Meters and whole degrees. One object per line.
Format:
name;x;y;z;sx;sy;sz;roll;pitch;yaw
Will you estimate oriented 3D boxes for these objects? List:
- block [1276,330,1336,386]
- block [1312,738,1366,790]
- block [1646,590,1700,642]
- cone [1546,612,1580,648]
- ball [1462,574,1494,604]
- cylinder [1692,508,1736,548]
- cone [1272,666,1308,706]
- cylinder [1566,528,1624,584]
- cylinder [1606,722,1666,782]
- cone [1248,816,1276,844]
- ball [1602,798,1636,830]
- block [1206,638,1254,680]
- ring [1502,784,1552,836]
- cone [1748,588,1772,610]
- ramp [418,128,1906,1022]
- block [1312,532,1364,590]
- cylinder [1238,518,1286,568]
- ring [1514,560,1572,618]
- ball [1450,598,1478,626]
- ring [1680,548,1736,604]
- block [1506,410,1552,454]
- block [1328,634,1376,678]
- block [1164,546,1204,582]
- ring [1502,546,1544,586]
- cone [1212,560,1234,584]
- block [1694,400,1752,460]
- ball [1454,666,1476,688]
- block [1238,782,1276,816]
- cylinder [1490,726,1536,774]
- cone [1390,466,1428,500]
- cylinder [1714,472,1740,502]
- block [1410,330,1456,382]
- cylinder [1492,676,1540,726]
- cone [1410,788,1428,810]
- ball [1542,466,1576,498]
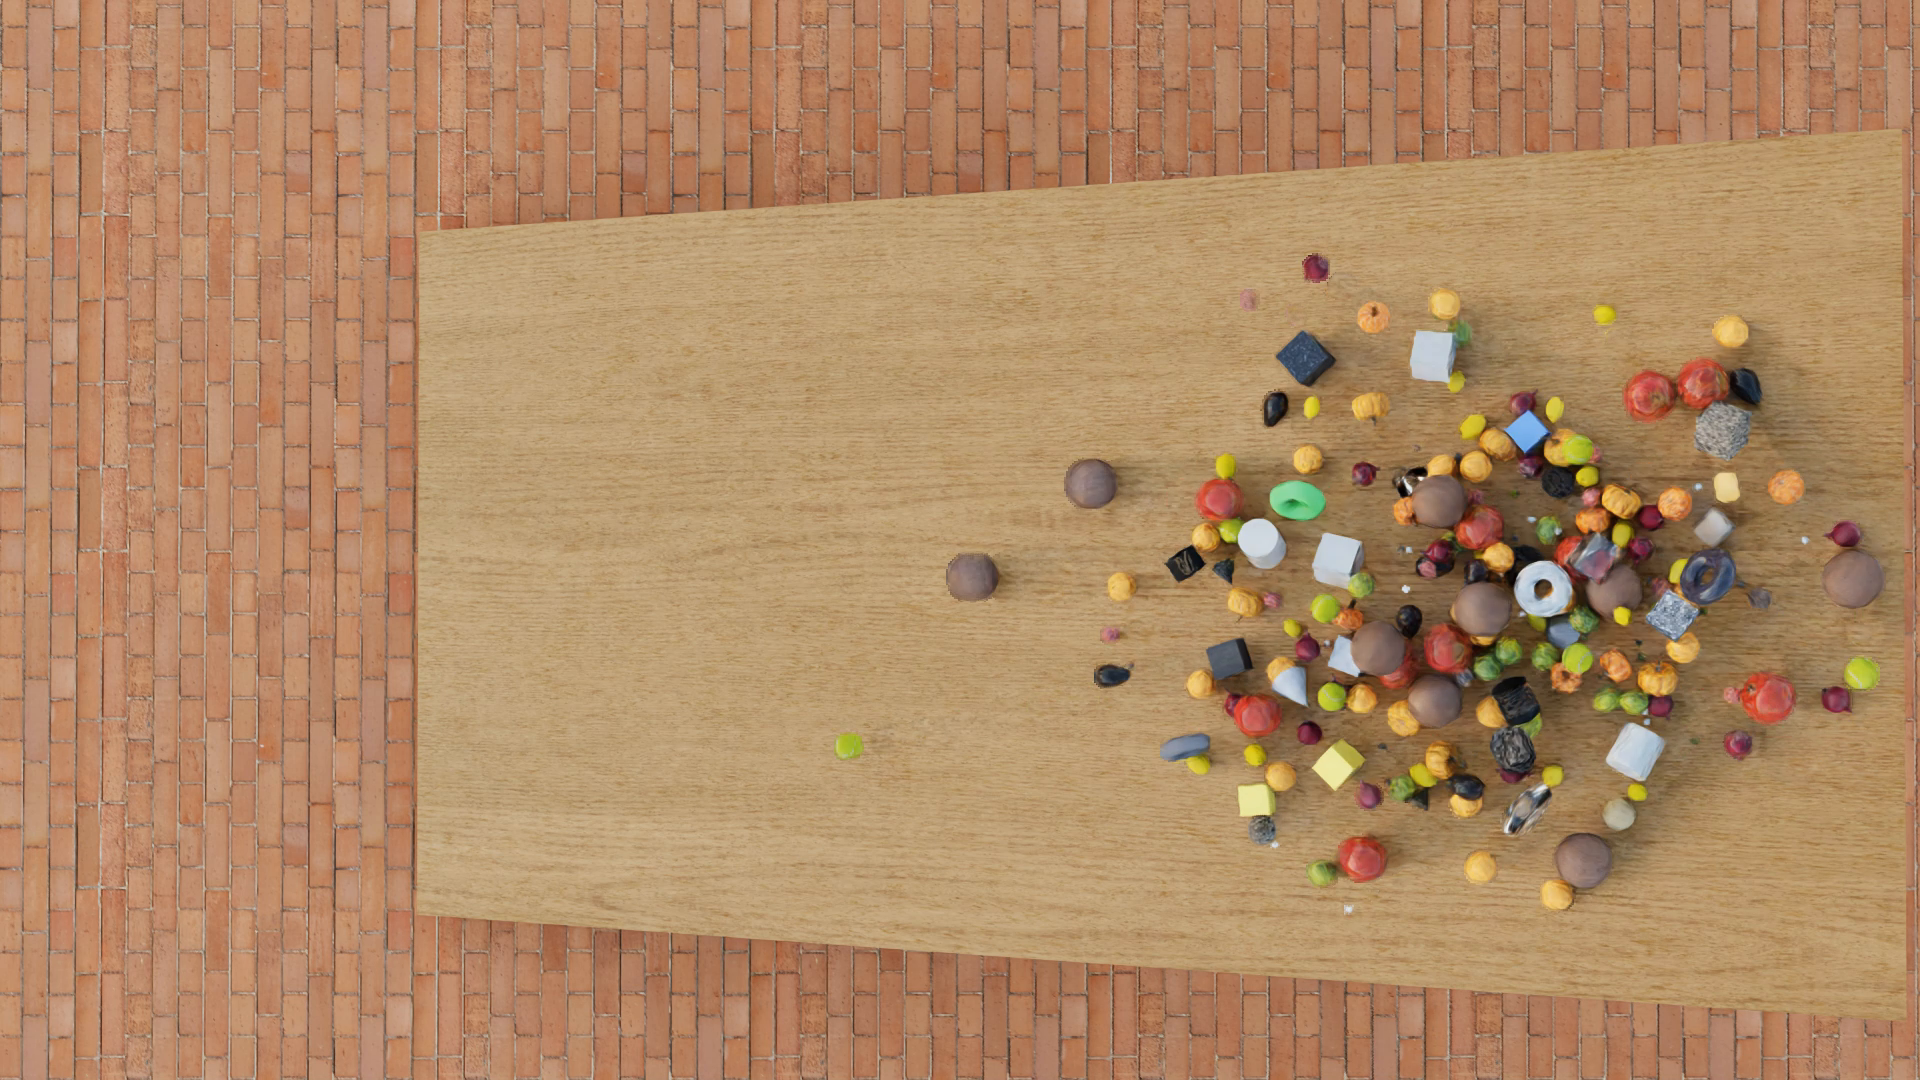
block;0.849;-0.445;5.399;0.093;0.093;0.093;-44;74;16
block;0.923;0.545;5.355;0.077;0.077;0.077;45;121;17
block;1.605;0.172;4.957;0.083;0.083;0.083;39;95;18
cone;1.400;0.208;5.160;0.084;0.084;0.084;-5;81;35
ball;1.232;0.117;5.229;0.071;0.071;0.071;0;89;0
cylinder;1.730;-0.029;5.044;0.067;0.067;0.067;40;110;0
cone;0.826;0.375;5.367;0.094;0.094;0.094;-30;49;0
cylinder;1.443;0.038;4.996;0.093;0.093;0.093;33;100;0
cylinder;1.560;0.489;5.077;0.100;0.100;0.100;32;84;0
cone;0.738;0.721;5.441;0.073;0.073;0.073;0;89;22
ball;1.533;0.638;5.116;0.073;0.073;0.073;0;89;0
block;0.671;0.295;5.470;0.081;0.081;0.081;-21;82;21
ring;1.313;0.626;5.090;0.145;0.145;0.048;-48;62;-1
cone;1.812;0.139;4.992;0.052;0.052;0.052;5;103;23
ramp;0.283;0.086;5.729;4.000;0.100;2.000;0;89;22
block;0.915;0.051;5.317;0.092;0.092;0.092;15;70;23
cylinder;0.741;0.009;5.397;0.099;0.099;0.099;-7;70;19
ring;1.348;0.113;5.081;0.131;0.044;0.131;0;90;9
ball;1.207;0.173;5.260;0.065;0.065;0.065;0;89;0
ring;1.668;0.081;4.904;0.045;0.136;0.136;28;89;-30
block;1.346;-0.254;5.203;0.071;0.071;0.071;-42;73;17
block;0.954;0.282;5.355;0.079;0.079;0.079;22;97;21
block;0.562;0.059;5.488;0.059;0.059;0.059;-38;95;-30
ring;1.339;0.066;5.221;0.105;0.035;0.105;-2;85;21
cone;0.666;0.089;5.477;0.057;0.057;0.057;-20;54;0
block;1.728;-0.249;4.985;0.086;0.086;0.086;-35;45;-31
ball;1.192;0.322;5.196;0.052;0.052;0.052;0;89;0
block;0.736;0.642;5.443;0.073;0.073;0.073;-6;87;22
cylinder;1.289;0.489;5.123;0.092;0.092;0.092;-8;68;19
cone;1.070;-0.156;5.331;0.090;0.090;0.090;-16;124;-25
cylinder;1.729;-0.119;4.960;0.050;0.050;0.050;0;63;0
block;1.130;-0.438;5.249;0.087;0.087;0.087;8;70;21
cylinder;1.300;0.375;5.135;0.083;0.083;0.083;-30;104;0
cone;1.119;0.617;5.308;0.053;0.053;0.053;31;75;0
ball;1.408;-0.137;5.173;0.077;0.077;0.077;0;89;0
